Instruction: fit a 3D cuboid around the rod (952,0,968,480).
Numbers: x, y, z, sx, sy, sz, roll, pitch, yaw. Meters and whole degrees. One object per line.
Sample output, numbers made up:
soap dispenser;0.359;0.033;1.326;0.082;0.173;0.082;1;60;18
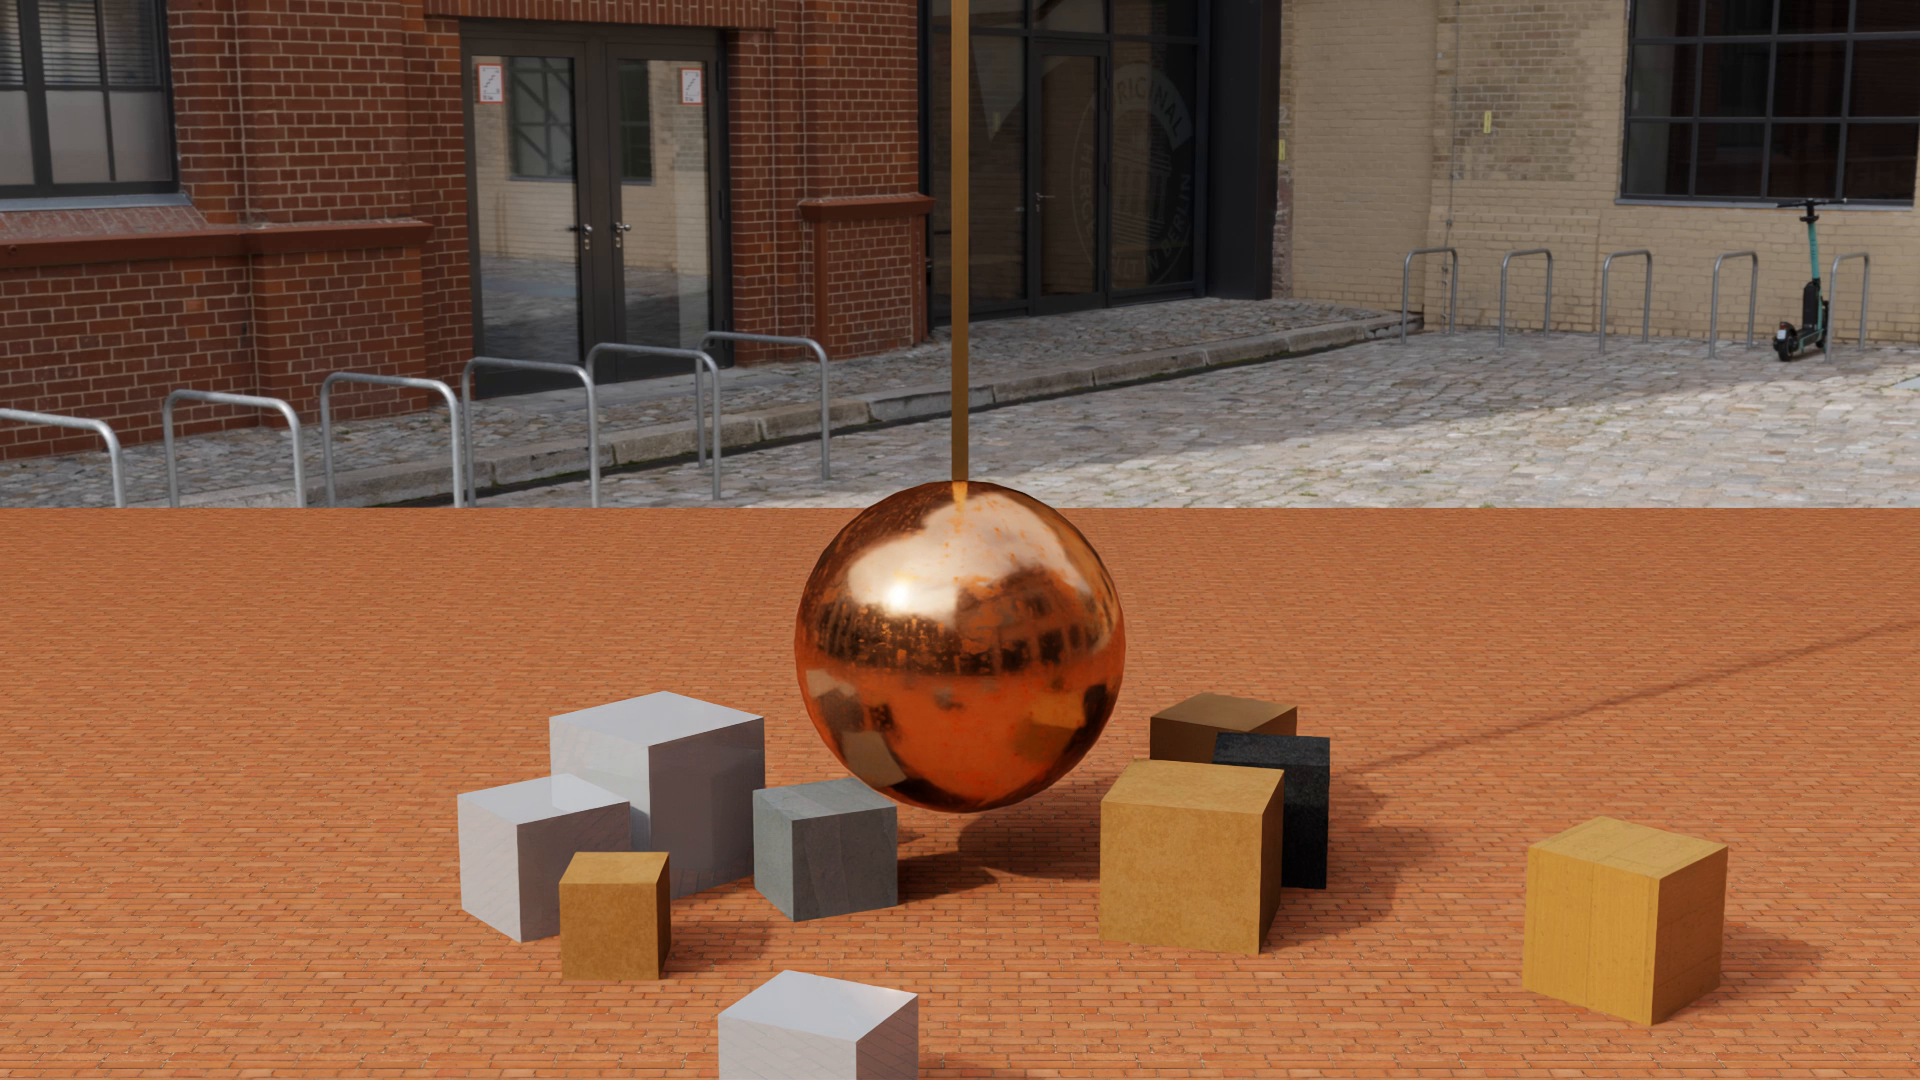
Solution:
rod;0.000;-2.883;10.358;0.080;5.200;0.080;0;4;0

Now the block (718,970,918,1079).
block;-0.502;1.886;7.892;0.553;0.465;0.475;5;11;25

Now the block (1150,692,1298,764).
block;1.358;1.182;11.345;0.543;0.616;0.599;7;12;32

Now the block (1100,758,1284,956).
block;1.059;1.419;9.969;0.710;0.640;0.711;3;11;16

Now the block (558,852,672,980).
block;-1.481;1.617;9.479;0.409;0.428;0.418;0;10;0

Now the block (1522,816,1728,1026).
block;2.773;1.574;9.176;0.584;0.620;0.593;10;14;44

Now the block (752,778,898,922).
block;-0.634;1.441;10.292;0.516;0.483;0.518;-5;11;-25

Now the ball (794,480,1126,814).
ball;0.000;0.509;10.585;1.600;1.600;1.600;0;10;0

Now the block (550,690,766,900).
block;-1.458;1.231;10.643;0.749;0.770;0.711;9;14;42

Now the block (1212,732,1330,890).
block;1.510;1.307;10.680;0.551;0.607;0.518;2;10;9

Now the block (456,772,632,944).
block;-1.903;1.446;10.084;0.570;0.548;0.577;-8;13;-38
